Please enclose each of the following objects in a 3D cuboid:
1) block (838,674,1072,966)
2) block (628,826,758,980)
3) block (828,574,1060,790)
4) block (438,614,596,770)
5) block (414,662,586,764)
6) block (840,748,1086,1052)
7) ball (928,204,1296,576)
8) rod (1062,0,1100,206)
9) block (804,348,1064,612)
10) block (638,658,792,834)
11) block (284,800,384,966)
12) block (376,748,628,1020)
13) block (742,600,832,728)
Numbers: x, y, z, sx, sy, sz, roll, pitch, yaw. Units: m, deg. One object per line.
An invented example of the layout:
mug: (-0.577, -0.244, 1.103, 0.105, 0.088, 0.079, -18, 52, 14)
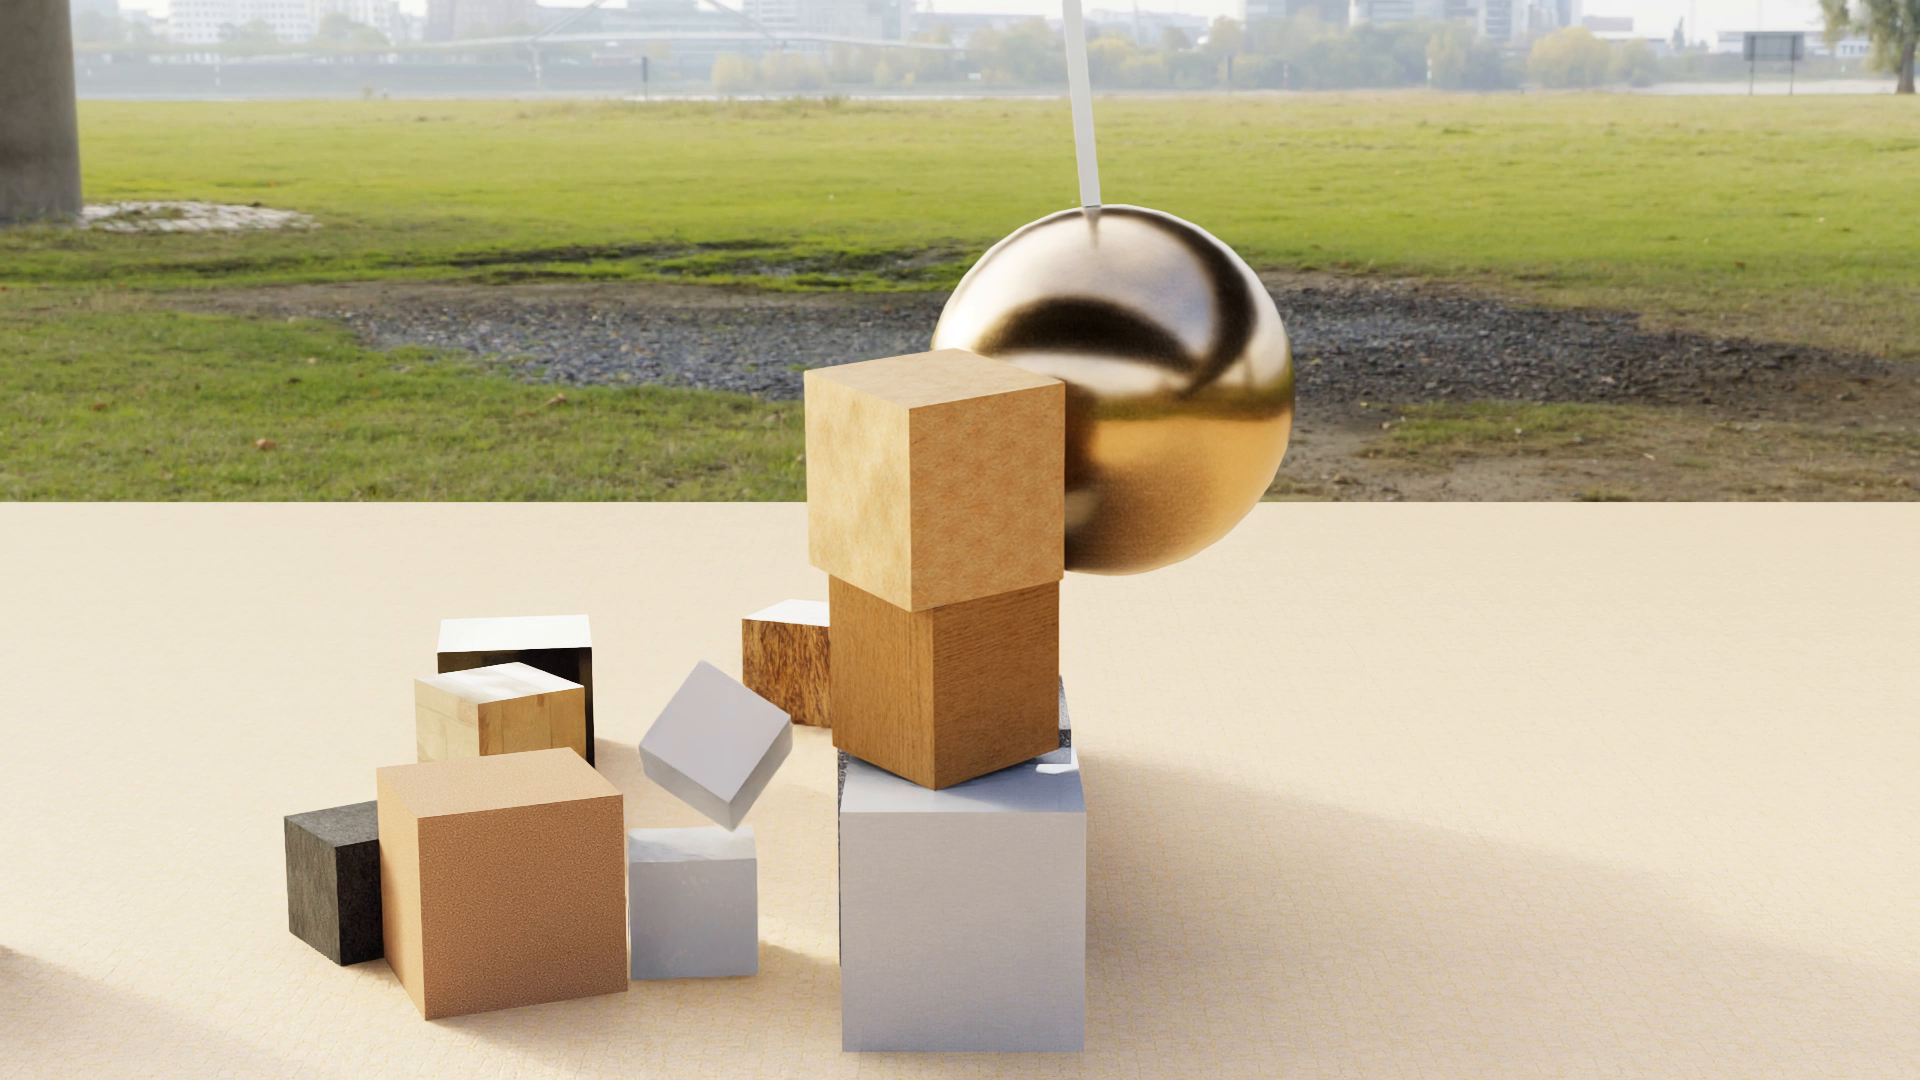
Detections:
block: (-0.024, 1.137, 10.589, 0.918, 0.974, 0.931, 0, 10, 0)
block: (-1.069, 1.446, 10.269, 0.501, 0.480, 0.450, -1, 10, -7)
block: (-0.059, 0.460, 9.751, 0.625, 0.704, 0.607, -14, 22, -39)
block: (-2.292, 0.805, 13.276, 0.764, 0.666, 0.788, -2, 10, -9)
block: (-2.209, 0.992, 12.340, 0.562, 0.633, 0.655, -8, 13, -37)
block: (0.011, 1.337, 9.687, 0.881, 0.903, 0.896, 0, 10, 0)
ball: (0.645, -0.643, 11.063, 1.600, 1.600, 1.600, 0, 10, 0)
rod: (0.279, -3.969, 10.459, 0.080, 5.200, 0.080, -6, 10, 1)
block: (-0.097, -0.242, 9.553, 0.677, 0.754, 0.715, -11, 20, -32)
block: (-0.966, 0.822, 10.203, 0.430, 0.427, 0.419, 32, -21, 10)
block: (-2.405, 1.389, 10.539, 0.543, 0.497, 0.531, -8, 13, -36)
block: (-1.802, 1.326, 10.063, 0.788, 0.790, 0.766, -5, 11, -23)
block: (-0.832, 0.680, 14.248, 0.545, 0.565, 0.572, 4, 11, 23)
